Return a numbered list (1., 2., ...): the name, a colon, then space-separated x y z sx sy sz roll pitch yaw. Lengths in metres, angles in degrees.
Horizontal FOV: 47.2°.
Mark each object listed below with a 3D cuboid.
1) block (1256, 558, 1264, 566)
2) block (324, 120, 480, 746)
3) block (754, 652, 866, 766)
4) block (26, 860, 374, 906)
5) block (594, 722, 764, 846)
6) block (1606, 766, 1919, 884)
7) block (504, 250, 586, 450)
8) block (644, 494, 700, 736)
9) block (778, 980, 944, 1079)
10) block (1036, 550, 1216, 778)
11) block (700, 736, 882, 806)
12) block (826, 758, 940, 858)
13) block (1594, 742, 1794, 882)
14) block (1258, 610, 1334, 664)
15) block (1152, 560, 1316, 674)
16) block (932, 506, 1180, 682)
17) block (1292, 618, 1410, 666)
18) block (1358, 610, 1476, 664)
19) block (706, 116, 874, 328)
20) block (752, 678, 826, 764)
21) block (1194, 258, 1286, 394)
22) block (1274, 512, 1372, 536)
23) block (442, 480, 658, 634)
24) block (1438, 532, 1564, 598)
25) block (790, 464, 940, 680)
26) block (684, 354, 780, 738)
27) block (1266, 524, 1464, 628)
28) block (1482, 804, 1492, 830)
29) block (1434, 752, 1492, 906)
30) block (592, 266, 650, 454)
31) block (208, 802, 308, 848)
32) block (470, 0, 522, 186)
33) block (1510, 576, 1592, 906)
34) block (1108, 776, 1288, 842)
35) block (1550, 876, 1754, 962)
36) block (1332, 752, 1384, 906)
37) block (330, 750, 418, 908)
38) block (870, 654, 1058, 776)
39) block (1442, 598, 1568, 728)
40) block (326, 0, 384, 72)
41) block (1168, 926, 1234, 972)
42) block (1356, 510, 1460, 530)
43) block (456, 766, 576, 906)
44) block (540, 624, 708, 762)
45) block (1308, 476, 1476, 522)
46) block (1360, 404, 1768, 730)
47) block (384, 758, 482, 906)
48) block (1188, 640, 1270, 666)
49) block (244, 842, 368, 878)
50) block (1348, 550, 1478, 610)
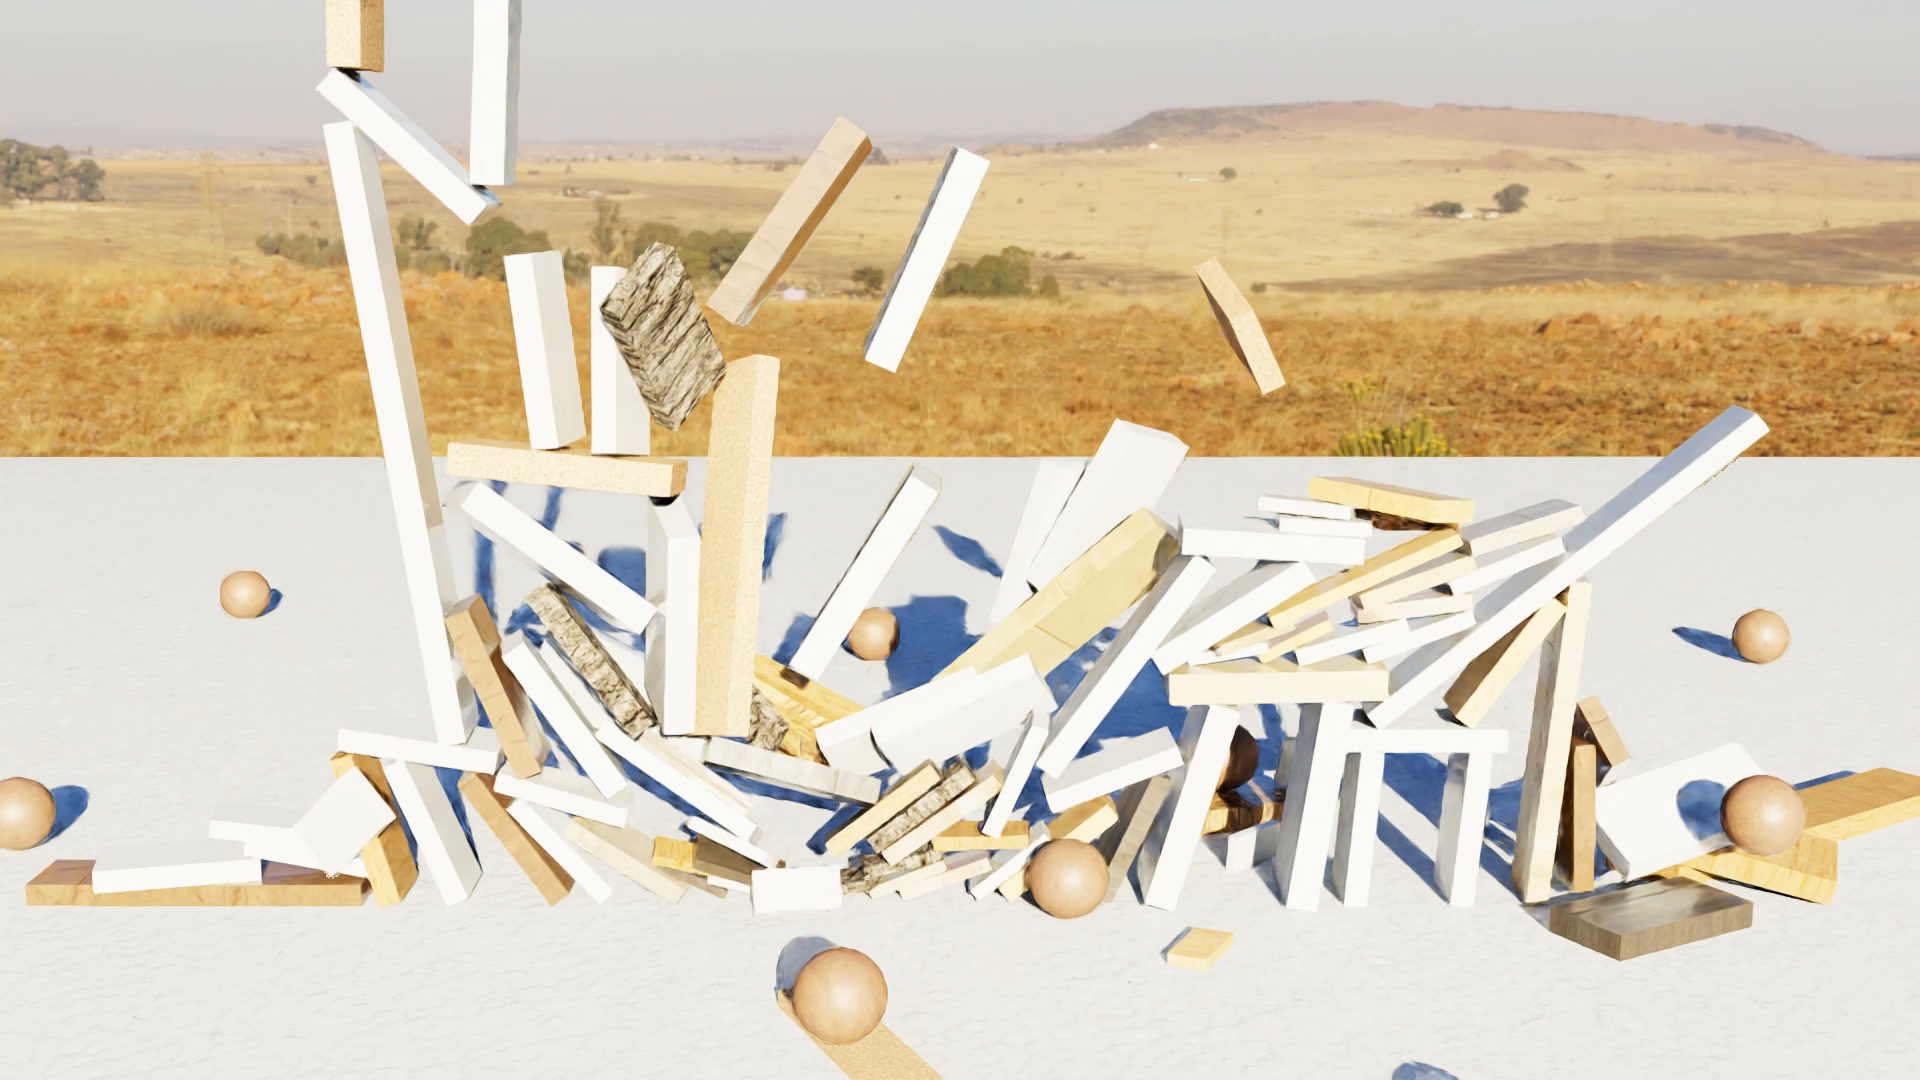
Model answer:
1. block: 0.539 0.012 3.731 0.056 0.016 0.112 -18 34 37
2. block: -0.889 -0.167 3.521 0.043 0.993 0.152 -8 11 -3
3. block: -0.319 0.289 3.789 0.312 0.156 0.044 27 40 6
4. block: -1.256 0.571 3.669 0.550 0.037 0.130 0 11 0
5. block: -0.459 0.403 3.610 0.304 0.030 0.106 33 -10 9
6. block: 1.493 0.513 3.967 0.816 0.042 0.148 -7 13 -34
7. block: -0.658 -0.304 3.497 0.043 0.303 0.152 -5 9 8
8. block: -0.469 0.119 3.571 0.050 0.351 0.175 -4 26 -18
9. block: -0.100 0.710 2.955 0.090 0.025 0.579 -5 12 -25
10. block: 0.265 0.194 3.579 0.040 0.424 0.143 36 6 -4
11. block: -0.281 0.382 3.617 0.283 0.040 0.142 16 -12 -9
12. block: -0.125 0.440 3.616 0.212 0.030 0.106 -37 1 0
13. block: 1.211 0.453 3.686 0.317 0.045 0.158 -16 44 -14
14. block: 0.546 0.158 3.589 0.129 0.018 0.064 -27 8 9
15. block: 0.437 0.111 3.571 0.285 0.040 0.143 -32 8 8
16. block: 0.175 0.129 3.717 0.156 0.468 0.044 31 23 -54
17. block: 0.633 0.157 3.583 0.184 0.026 0.092 -17 9 5
18. block: 0.741 0.148 3.585 0.184 0.026 0.092 -21 9 6
19. block: -0.267 -0.501 3.485 0.051 0.358 0.179 36 4 -1
20. block: -0.307 0.302 3.718 0.179 0.090 0.025 28 41 25
21. block: 0.486 -0.376 3.836 0.042 0.148 0.297 -26 25 5
22. block: 0.583 -0.027 3.530 0.147 0.021 0.073 4 11 1
23. block: -0.666 0.027 3.563 0.351 0.050 0.176 38 -12 -20
24. block: 0.871 0.035 3.565 0.193 0.027 0.096 -22 11 -2
25. block: -0.152 0.049 3.571 0.051 0.358 0.179 32 7 -4
26. block: -0.376 0.012 3.623 0.041 0.623 0.146 9 -9 -33
27. block: 0.644 0.058 3.528 0.325 0.021 0.073 -24 12 4
28. block: 0.930 0.510 3.976 0.056 0.016 0.112 -32 0 21
29. block: 0.833 0.460 3.646 0.037 0.261 0.131 5 10 -1
30. block: -0.541 -0.284 3.511 0.041 0.292 0.146 1 2 13
31. block: -1.135 0.477 3.660 0.207 0.029 0.103 9 8 -15
32. block: -0.722 -0.735 3.428 0.050 0.355 0.177 3 10 -5
33. block: 0.971 0.322 3.619 0.035 0.544 0.123 5 11 1
34. block: 0.438 0.496 4.052 0.378 0.045 0.158 -4 11 -20
35. block: 1.101 0.600 3.501 0.296 0.042 0.148 -6 12 -30
36. block: 0.659 0.460 3.646 0.037 0.261 0.131 4 10 -1
37. block: -0.969 0.463 3.641 0.037 0.259 0.130 -15 10 2
38. block: 0.009 0.292 3.638 0.283 0.040 0.142 -25 -34 5
39. block: 0.887 0.187 3.592 0.035 0.246 0.123 35 10 -5
40. block: -0.931 -0.906 3.384 0.050 0.355 0.177 2 10 -3
41. block: 0.372 0.631 3.398 0.063 0.018 0.127 5 12 25
42. block: 0.716 -0.033 3.593 0.191 0.018 0.063 0 -14 17
43. block: -0.730 0.477 3.650 0.036 0.255 0.127 -35 9 6
44. block: -0.586 0.266 3.841 0.449 0.149 0.042 22 7 41
45. block: 0.687 -0.066 3.511 0.118 0.034 0.237 0 10 -44
46. block: 0.962 0.044 3.547 0.767 0.034 0.118 -39 7 8
47. block: -0.873 0.467 3.648 0.036 0.255 0.127 -22 10 2
48. block: 0.438 0.177 3.584 0.129 0.018 0.064 -10 12 12
49. block: -1.075 0.516 3.673 0.207 0.029 0.103 11 8 -2
50. block: 0.726 0.061 3.551 0.193 0.027 0.096 -19 11 -2
